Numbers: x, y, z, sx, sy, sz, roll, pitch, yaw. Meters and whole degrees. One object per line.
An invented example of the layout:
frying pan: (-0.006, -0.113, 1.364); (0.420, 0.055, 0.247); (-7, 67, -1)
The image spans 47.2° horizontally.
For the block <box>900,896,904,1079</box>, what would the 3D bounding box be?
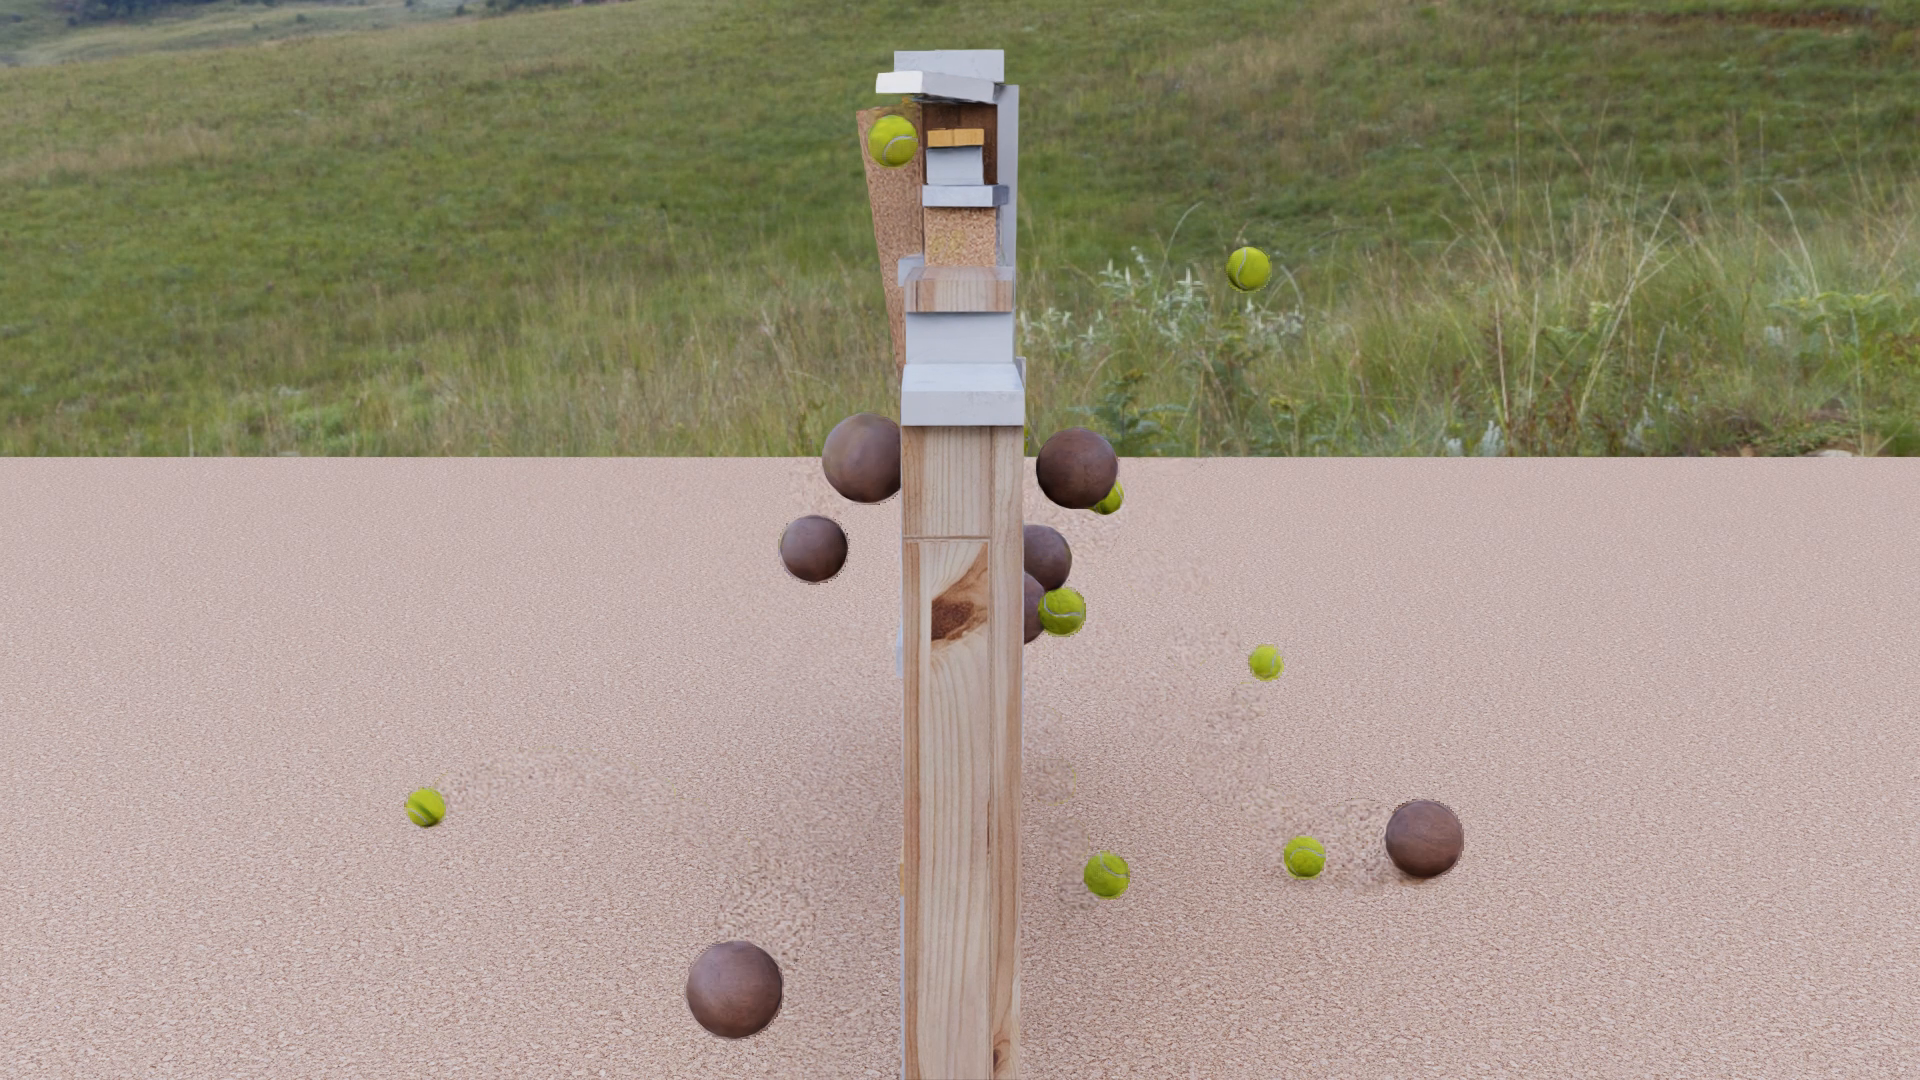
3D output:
block: (-0.001, 0.588, 2.855); (0.150, 0.301, 0.043); (0, 10, 0)

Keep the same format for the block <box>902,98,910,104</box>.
block: (-0.010, -0.624, 3.929); (0.179, 0.358, 0.051); (2, 10, 10)

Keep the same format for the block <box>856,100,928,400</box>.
block: (-0.067, -0.420, 3.599); (0.117, 0.578, 0.033); (-9, 10, -3)

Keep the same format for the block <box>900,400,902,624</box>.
block: (-0.003, -0.036, 2.760); (0.140, 0.280, 0.040); (1, 10, 2)

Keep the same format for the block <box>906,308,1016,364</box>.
block: (0.001, -0.104, 2.839); (0.137, 0.386, 0.039); (1, 11, 6)

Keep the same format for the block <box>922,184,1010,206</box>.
block: (0.011, -0.493, 3.145); (0.098, 0.028, 0.196); (2, 10, 8)

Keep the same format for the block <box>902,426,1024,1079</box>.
block: (0.003, 0.313, 2.637); (0.140, 0.921, 0.040); (0, 11, 0)

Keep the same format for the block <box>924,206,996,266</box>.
block: (0.000, -0.369, 3.092); (0.098, 0.196, 0.028); (-1, 5, -4)

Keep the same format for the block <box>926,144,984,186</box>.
block: (-0.005, -0.503, 3.277); (0.082, 0.165, 0.023); (-1, 17, 5)

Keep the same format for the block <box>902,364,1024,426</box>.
block: (0.002, -0.176, 2.640); (0.140, 0.040, 0.280); (0, 11, -1)

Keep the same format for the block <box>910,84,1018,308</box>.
block: (0.004, -0.513, 3.693); (0.179, 0.494, 0.051); (0, 10, -2)

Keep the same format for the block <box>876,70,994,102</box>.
block: (-0.042, -0.712, 3.460); (0.117, 0.033, 0.233); (4, 9, -20)

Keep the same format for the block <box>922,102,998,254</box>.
block: (0.000, -0.565, 3.445); (0.117, 0.233, 0.033); (0, 13, 0)

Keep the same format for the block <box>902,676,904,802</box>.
block: (-0.005, 0.171, 3.482); (0.175, 0.489, 0.050); (0, 11, -1)

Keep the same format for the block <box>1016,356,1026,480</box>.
block: (0.049, -0.181, 3.264); (0.091, 0.183, 0.026); (3, 10, 16)

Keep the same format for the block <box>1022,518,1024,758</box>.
block: (0.006, 0.146, 3.240); (0.176, 0.351, 0.050); (0, 10, 0)

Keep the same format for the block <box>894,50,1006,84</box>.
block: (-0.013, -0.802, 3.756); (0.179, 0.051, 0.358); (0, 10, 2)

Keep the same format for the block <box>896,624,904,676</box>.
block: (-0.010, 0.123, 2.772); (0.131, 0.037, 0.261); (0, 10, 1)

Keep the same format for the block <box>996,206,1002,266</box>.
block: (0.011, -0.391, 3.214); (0.098, 0.196, 0.028); (1, 10, 5)

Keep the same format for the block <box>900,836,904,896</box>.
block: (0.001, 0.401, 2.922); (0.150, 0.043, 0.301); (0, 10, 1)

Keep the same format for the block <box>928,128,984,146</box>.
block: (-0.006, -0.602, 3.295); (0.082, 0.023, 0.165); (-2, 10, 0)

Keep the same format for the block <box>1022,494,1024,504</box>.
block: (-0.002, -0.072, 3.317); (0.175, 0.050, 0.351); (0, 11, -1)

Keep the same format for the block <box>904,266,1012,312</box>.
block: (0.001, -0.332, 2.898); (0.137, 0.039, 0.274); (0, 11, 1)

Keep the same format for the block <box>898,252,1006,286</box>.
block: (-0.009, -0.424, 3.431); (0.139, 0.040, 0.279); (1, 10, 6)
